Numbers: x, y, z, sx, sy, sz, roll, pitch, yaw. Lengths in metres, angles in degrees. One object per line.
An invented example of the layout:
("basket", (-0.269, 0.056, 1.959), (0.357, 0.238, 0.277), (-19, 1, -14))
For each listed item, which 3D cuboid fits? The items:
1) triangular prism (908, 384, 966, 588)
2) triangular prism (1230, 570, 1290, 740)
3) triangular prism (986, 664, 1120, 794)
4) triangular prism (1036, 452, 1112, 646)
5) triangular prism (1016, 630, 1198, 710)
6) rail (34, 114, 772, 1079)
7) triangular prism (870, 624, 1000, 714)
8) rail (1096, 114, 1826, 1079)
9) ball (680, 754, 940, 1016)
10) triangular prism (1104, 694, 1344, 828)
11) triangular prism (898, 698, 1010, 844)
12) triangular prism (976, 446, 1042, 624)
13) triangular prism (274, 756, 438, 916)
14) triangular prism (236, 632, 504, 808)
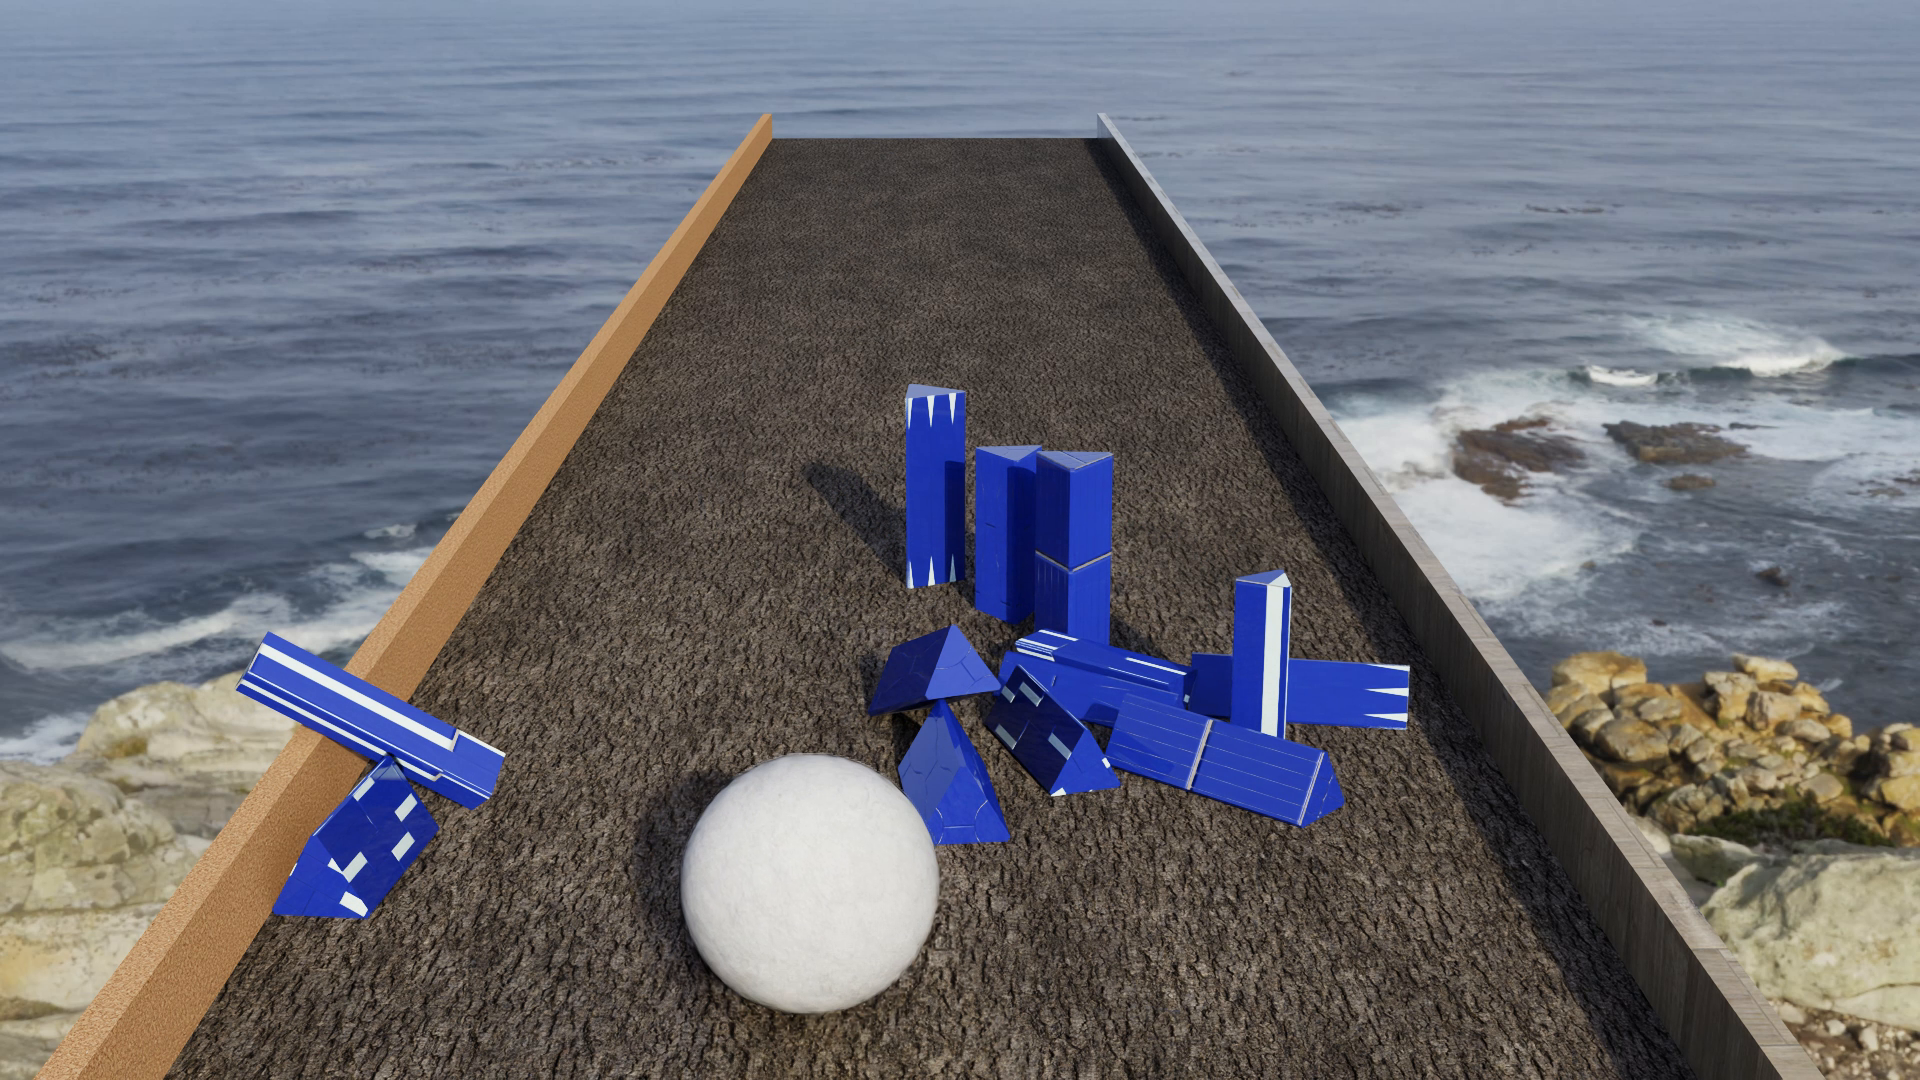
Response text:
("triangular prism", (-0.080, -0.125, 4.891), (0.143, 0.431, 0.124), (-9, 19, -27))
("triangular prism", (0.545, 0.224, 3.882), (0.102, 0.337, 0.088), (9, 19, 28))
("triangular prism", (0.162, 0.329, 3.914), (0.129, 0.112, 0.345), (-5, 17, -17))
("triangular prism", (0.205, 0.036, 4.367), (0.128, 0.420, 0.148), (11, 20, 33))
("triangular prism", (0.284, 0.237, 4.211), (0.361, 0.096, 0.083), (14, 53, 38))
("rail", (-1.118, -0.838, 7.780), (0.050, 0.150, 12.000), (0, 17, -1))
("triangular prism", (-0.059, 0.234, 3.993), (0.139, 0.121, 0.332), (-6, -7, -21))
("rail", (0.932, -0.844, 7.801), (0.050, 0.150, 12.000), (0, 17, -1))
("ball", (-0.205, 0.472, 3.019), (0.354, 0.354, 0.354), (0, 17, 0))
("triangular prism", (0.450, 0.366, 3.787), (0.414, 0.114, 0.131), (14, 22, 40))
("triangular prism", (-0.013, 0.382, 3.699), (0.151, 0.131, 0.313), (-2, 17, -7))
("triangular prism", (0.123, -0.019, 4.664), (0.120, 0.356, 0.139), (-12, 20, -35))
("triangular prism", (-0.947, 0.457, 3.447), (0.151, 0.131, 0.315), (1, 17, 6))
("triangular prism", (-0.961, 0.293, 3.617), (0.436, 0.094, 0.109), (30, -30, -16))
